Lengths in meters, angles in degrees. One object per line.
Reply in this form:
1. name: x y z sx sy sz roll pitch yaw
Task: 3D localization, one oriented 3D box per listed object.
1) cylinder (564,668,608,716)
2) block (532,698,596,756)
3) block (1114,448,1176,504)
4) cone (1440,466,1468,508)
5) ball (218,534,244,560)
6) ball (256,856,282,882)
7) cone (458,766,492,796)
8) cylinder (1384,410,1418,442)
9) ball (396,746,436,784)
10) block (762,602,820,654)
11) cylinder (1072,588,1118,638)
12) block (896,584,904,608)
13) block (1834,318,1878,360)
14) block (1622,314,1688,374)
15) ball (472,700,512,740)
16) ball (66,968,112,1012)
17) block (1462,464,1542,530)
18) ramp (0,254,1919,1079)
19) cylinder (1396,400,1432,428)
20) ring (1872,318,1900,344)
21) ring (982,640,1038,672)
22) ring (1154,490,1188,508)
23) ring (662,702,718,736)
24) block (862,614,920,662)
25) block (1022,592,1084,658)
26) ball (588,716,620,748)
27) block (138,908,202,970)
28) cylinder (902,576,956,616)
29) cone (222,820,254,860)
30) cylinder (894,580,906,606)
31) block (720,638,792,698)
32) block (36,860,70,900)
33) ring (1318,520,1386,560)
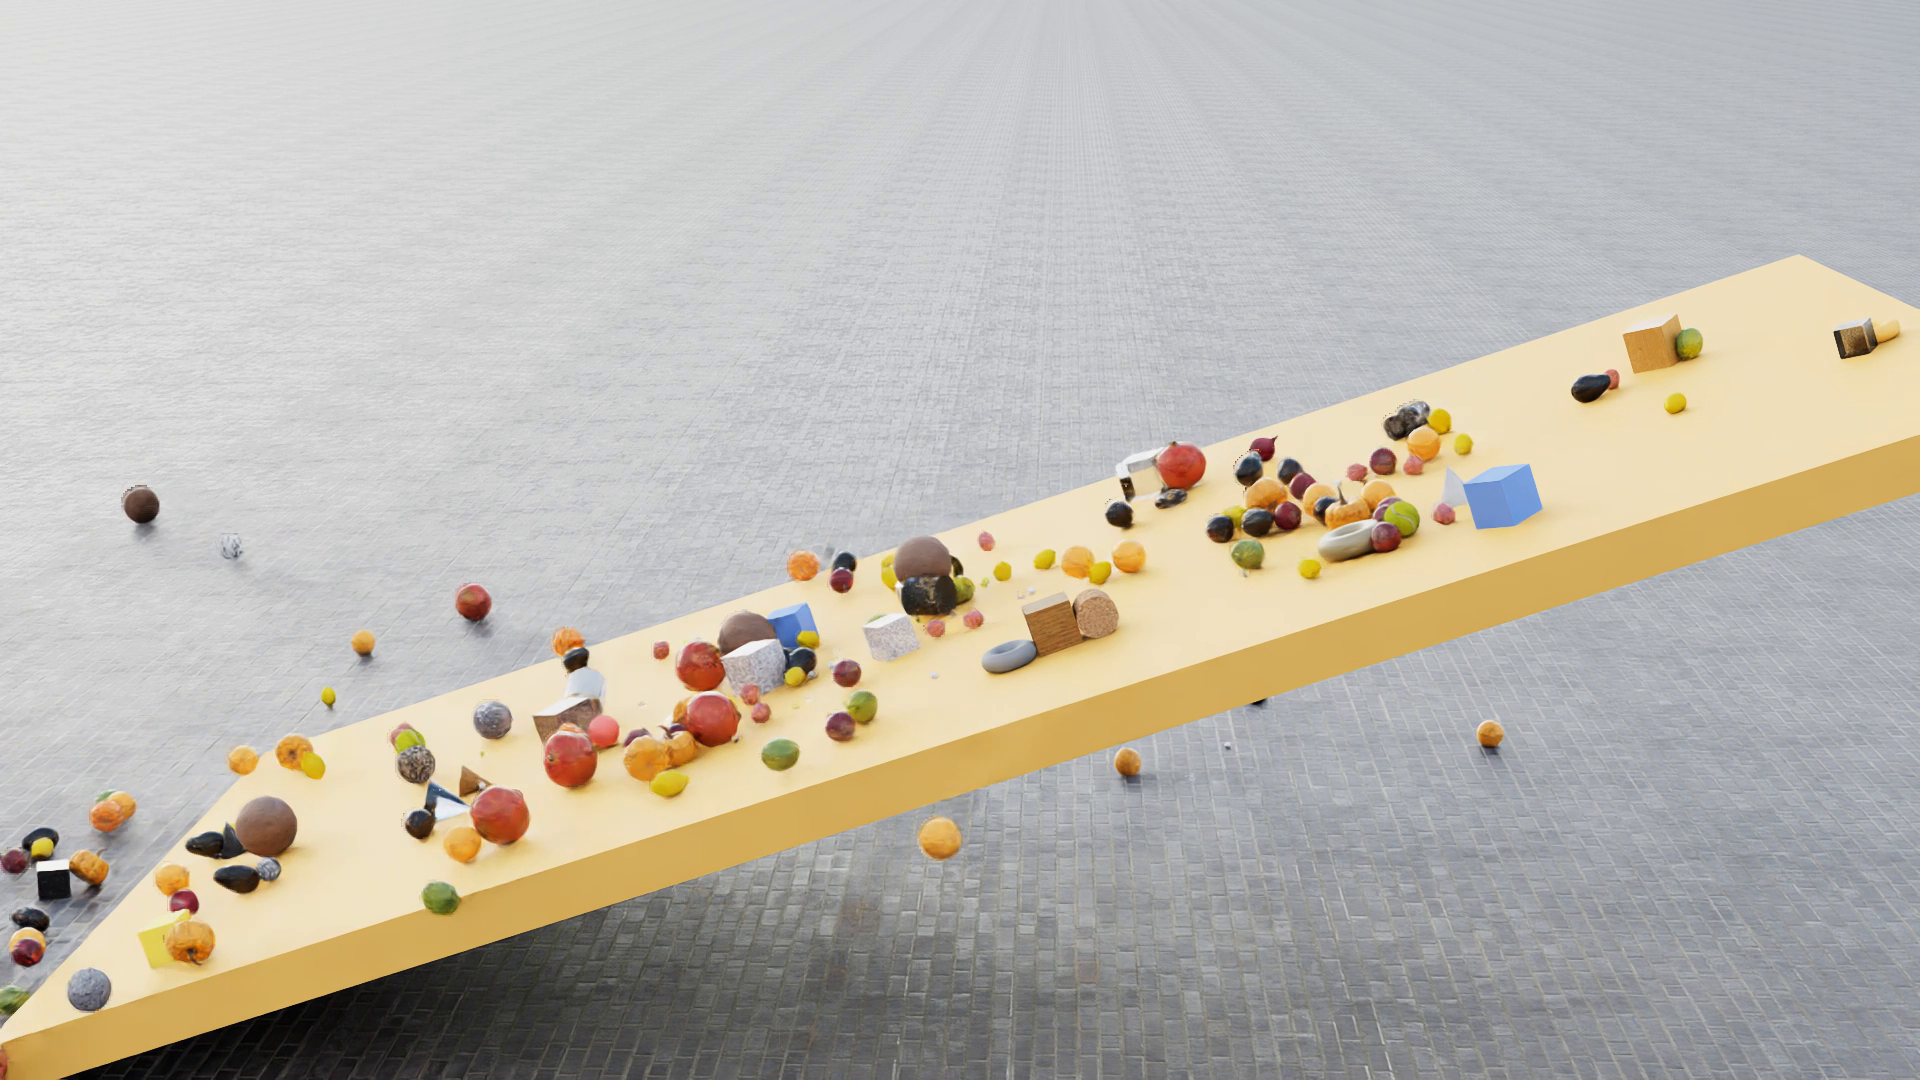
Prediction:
1. cylinder: -0.830 0.346 6.508 0.090 0.090 0.090 0 34 1
2. block: -0.842 0.401 6.317 0.094 0.094 0.094 -28 14 -38
3. block: 0.435 -0.151 6.880 0.092 0.092 0.092 -13 12 31
4. cone: 0.971 -0.112 5.796 0.078 0.078 0.078 -18 11 4
5. ball: -2.514 0.025 10.141 0.088 0.088 0.088 0 12 0
6. ball: -1.424 0.678 6.057 0.050 0.050 0.050 0 12 0
7. cone: -1.025 0.515 6.236 0.068 0.068 0.068 7 11 -8
8. cylinder: 0.983 -0.255 6.555 0.054 0.054 0.054 -24 22 -25
9. ball: -1.200 0.496 6.490 0.084 0.084 0.084 0 12 0
10. block: -0.377 0.199 6.552 0.084 0.084 0.084 -15 11 20
11. cylinder: 0.263 0.143 5.735 0.082 0.082 0.082 -1 10 -5
12. block: -0.100 0.120 6.549 0.055 0.055 0.055 -24 12 -24
13. block: 1.792 -0.403 5.885 0.060 0.060 0.060 -11 13 37
14. block: 1.513 -0.427 6.396 0.092 0.092 0.092 -10 14 40
15. ball: -1.060 0.408 6.672 0.089 0.089 0.089 0 12 0
16. ball: -1.631 0.842 5.507 0.081 0.081 0.081 0 12 0
17. block: 1.020 -0.082 5.525 0.091 0.091 0.091 -27 13 -37
18. ramp: 0.106 0.181 6.306 4.000 0.100 2.000 -18 11 6
19. cylinder: 1.019 -0.278 6.602 0.055 0.055 0.055 -25 22 -26
20. ring: 1.849 -0.420 5.940 0.100 0.033 0.100 -20 10 4
21. ring: 0.096 0.226 5.725 0.114 0.038 0.114 -17 12 4
22. ring: 0.480 -0.094 6.693 0.079 0.026 0.079 -19 9 3
23. ring: -0.561 0.374 6.114 0.123 0.041 0.123 -19 10 3
24. block: -0.145 0.203 6.151 0.076 0.076 0.076 -24 12 -25
25. block: 0.180 0.165 5.748 0.090 0.090 0.090 -19 11 -1
26. ball: -0.754 0.404 6.221 0.067 0.067 0.067 0 12 0
27. block: -1.530 0.772 5.696 0.077 0.077 0.077 -17 11 11
28. cylinder: -0.067 0.121 6.371 0.087 0.087 0.087 -3 8 35
29. cone: -1.591 0.648 6.424 0.076 0.076 0.076 -19 10 4
30. cylinder: -0.117 0.118 6.600 0.050 0.050 0.050 -18 11 4
31. block: -0.432 0.273 6.254 0.093 0.093 0.093 -8 15 46
32. block: -2.056 0.771 6.673 0.069 0.069 0.069 -4 13 -16
33. ring: 0.758 0.001 5.685 0.140 0.047 0.140 -19 9 3
